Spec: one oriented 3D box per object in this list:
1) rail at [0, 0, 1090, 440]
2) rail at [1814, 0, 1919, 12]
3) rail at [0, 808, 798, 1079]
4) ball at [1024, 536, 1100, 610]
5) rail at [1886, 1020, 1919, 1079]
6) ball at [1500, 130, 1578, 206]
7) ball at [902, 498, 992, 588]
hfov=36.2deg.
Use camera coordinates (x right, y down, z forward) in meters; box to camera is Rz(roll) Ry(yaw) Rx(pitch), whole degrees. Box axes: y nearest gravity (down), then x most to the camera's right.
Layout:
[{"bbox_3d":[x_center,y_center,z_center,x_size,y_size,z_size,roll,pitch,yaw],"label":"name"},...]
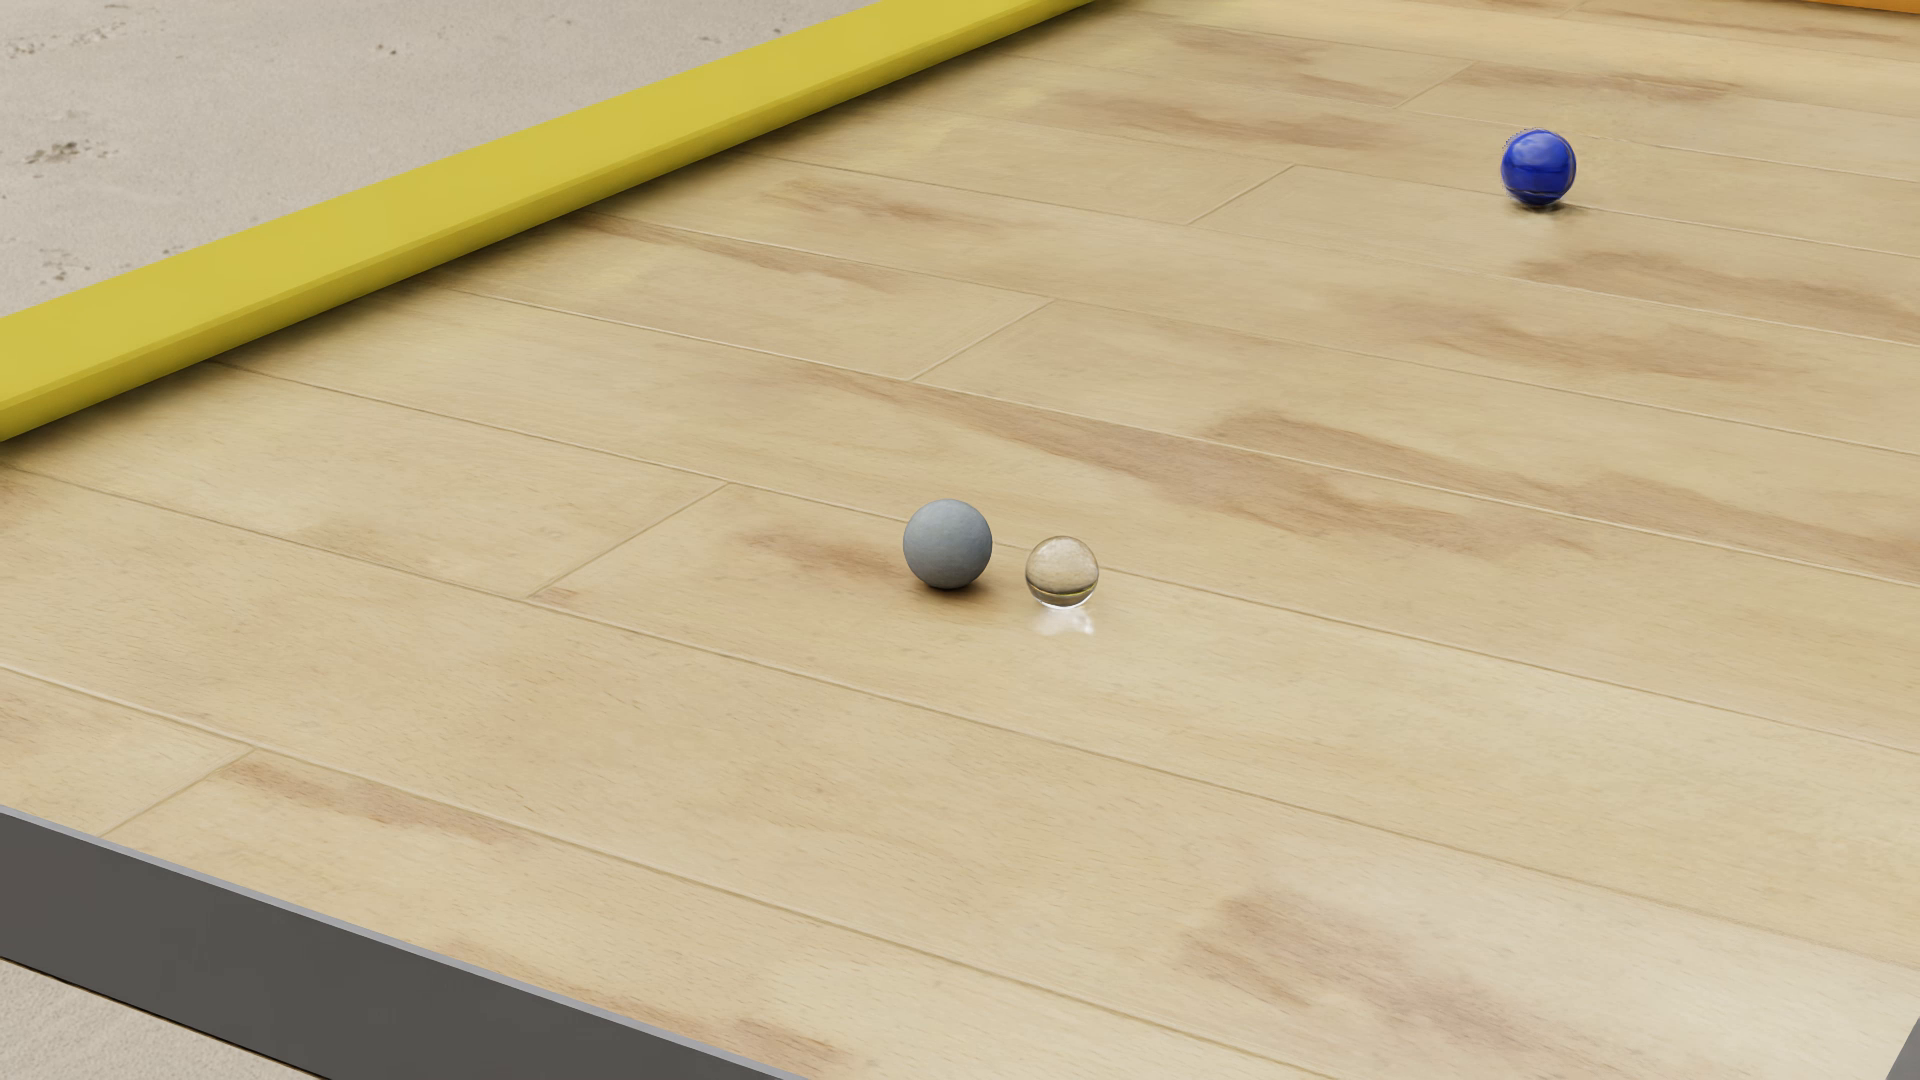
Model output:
[{"bbox_3d":[-0.287,-0.397,2.885,0.045,0.094,2.754,13,26,28],"label":"rail"},{"bbox_3d":[1.039,-0.705,3.611,1.529,0.094,0.045,13,26,28],"label":"rail"},{"bbox_3d":[-0.338,0.205,1.465,1.529,0.094,0.045,13,26,28],"label":"rail"},{"bbox_3d":[0.068,0.022,1.956,0.050,0.050,0.050,0,23,0],"label":"ball"},{"bbox_3d":[0.988,-0.103,2.191,0.045,0.094,2.754,13,26,28],"label":"rail"},{"bbox_3d":[0.555,-0.357,2.820,0.072,0.072,0.072,0,23,0],"label":"ball"},{"bbox_3d":[-0.008,0.003,1.987,0.061,0.061,0.061,0,23,0],"label":"ball"}]
